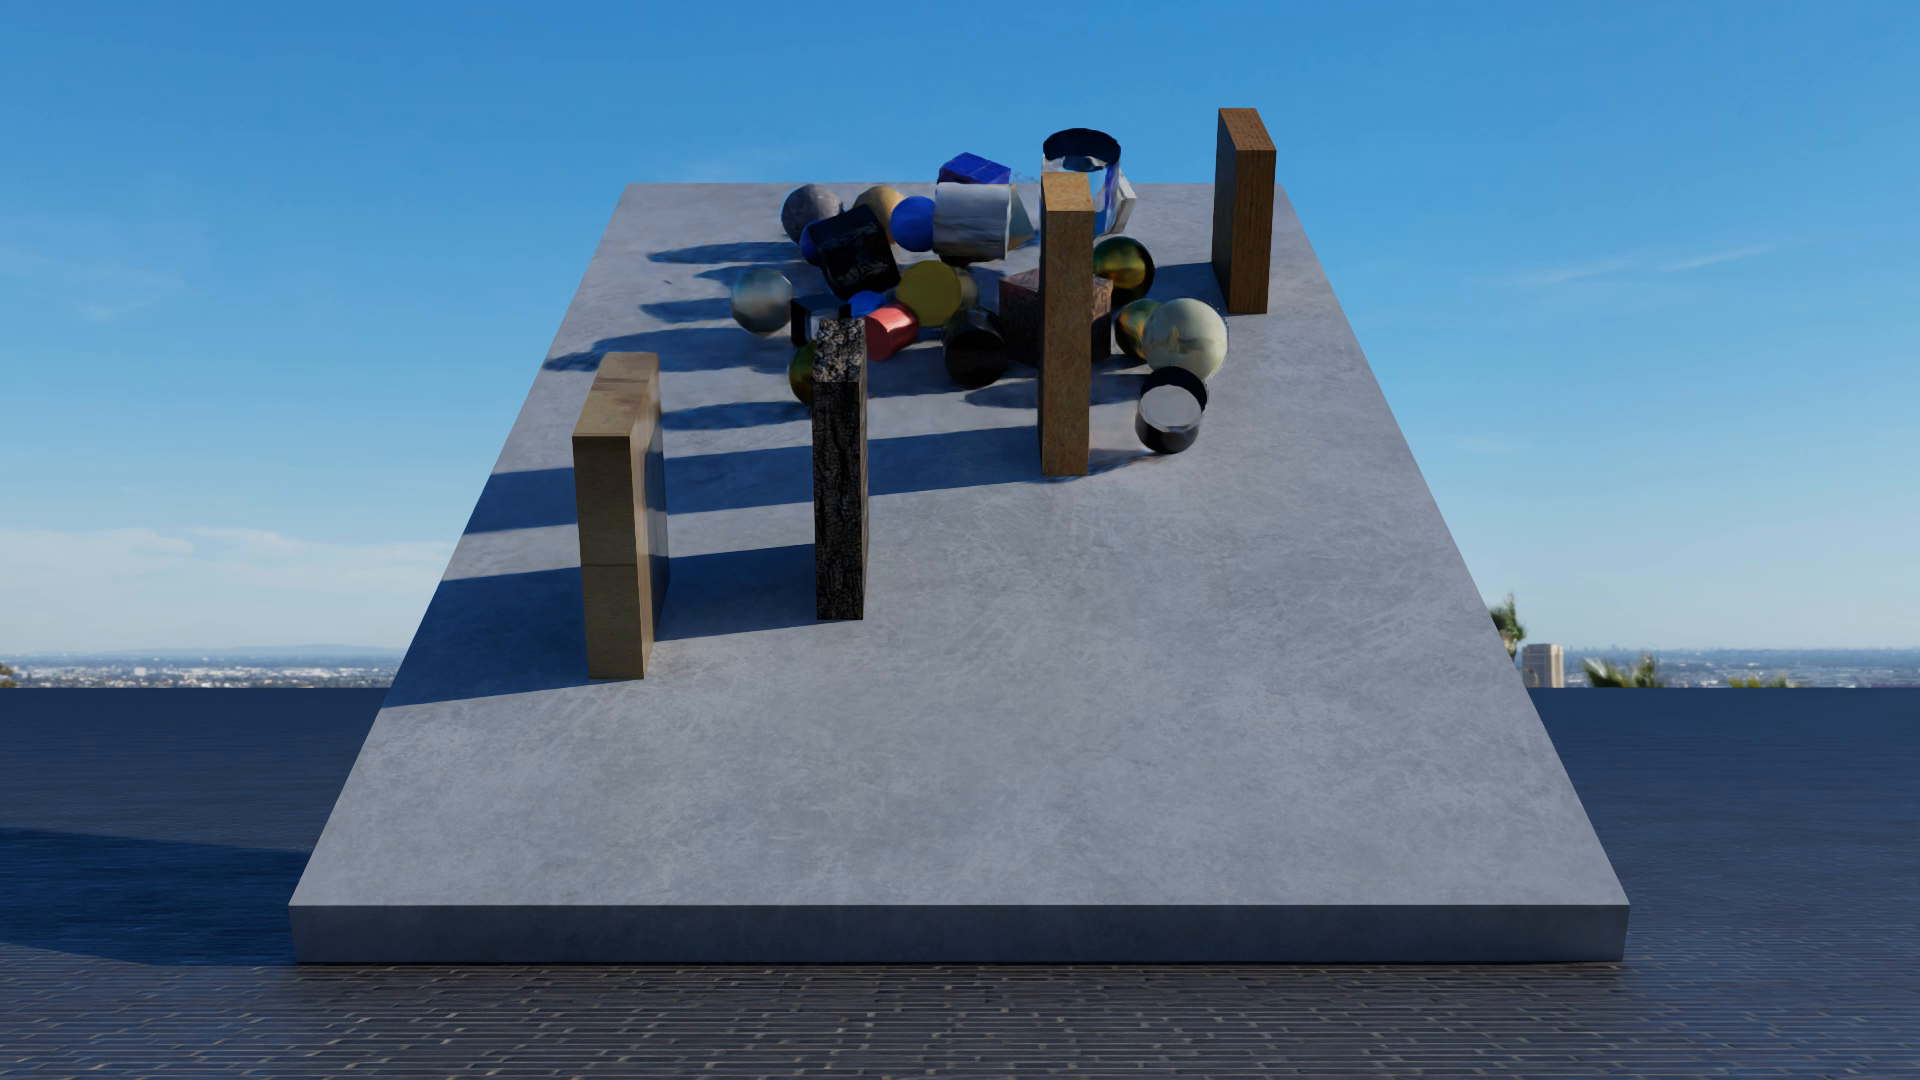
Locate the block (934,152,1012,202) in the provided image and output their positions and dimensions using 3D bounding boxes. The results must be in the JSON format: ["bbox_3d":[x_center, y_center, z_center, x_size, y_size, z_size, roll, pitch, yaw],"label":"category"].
[{"bbox_3d":[0.033,-0.999,6.682,0.151,0.151,0.151,24,35,19],"label":"block"}]

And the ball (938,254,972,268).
[{"bbox_3d":[-0.006,-0.791,6.312,0.111,0.111,0.111,0,-3,0],"label":"ball"}]

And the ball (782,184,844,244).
[{"bbox_3d":[-0.408,-0.899,6.470,0.177,0.177,0.177,0,-3,0],"label":"ball"}]

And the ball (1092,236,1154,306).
[{"bbox_3d":[0.414,-0.695,6.017,0.179,0.179,0.179,0,-3,0],"label":"ball"}]

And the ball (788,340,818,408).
[{"bbox_3d":[-0.310,-0.378,5.325,0.163,0.163,0.163,0,-3,0],"label":"ball"}]

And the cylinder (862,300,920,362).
[{"bbox_3d":[-0.179,-0.509,5.665,0.115,0.115,0.115,-3,22,40],"label":"cylinder"}]

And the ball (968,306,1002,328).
[{"bbox_3d":[0.046,-0.511,5.634,0.111,0.111,0.111,0,-3,0],"label":"ball"}]

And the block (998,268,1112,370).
[{"bbox_3d":[0.230,-0.538,5.648,0.194,0.194,0.194,-20,31,-38],"label":"block"}]

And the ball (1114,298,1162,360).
[{"bbox_3d":[0.448,-0.509,5.637,0.151,0.151,0.151,0,-3,0],"label":"ball"}]

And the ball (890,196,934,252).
[{"bbox_3d":[-0.114,-0.848,6.255,0.151,0.151,0.151,0,-3,0],"label":"ball"}]

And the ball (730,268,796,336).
[{"bbox_3d":[-0.490,-0.594,5.803,0.165,0.165,0.165,0,-3,0],"label":"ball"}]

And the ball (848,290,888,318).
[{"bbox_3d":[-0.229,-0.560,5.783,0.120,0.120,0.120,0,-3,0],"label":"ball"}]

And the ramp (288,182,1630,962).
[{"bbox_3d":[-0.008,-0.228,5.315,2.000,0.100,4.000,0,24,0],"label":"ramp"}]

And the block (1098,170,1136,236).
[{"bbox_3d":[0.389,-0.961,6.586,0.142,0.142,0.142,-12,-31,-23],"label":"block"}]

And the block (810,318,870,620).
[{"bbox_3d":[-0.224,-0.139,4.414,0.086,0.472,0.354,0,24,0],"label":"block"}]

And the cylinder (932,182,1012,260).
[{"bbox_3d":[0.030,-0.784,5.719,0.177,0.177,0.177,5,-3,3],"label":"cylinder"}]

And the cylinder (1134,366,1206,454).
[{"bbox_3d":[0.457,-0.281,5.061,0.143,0.143,0.143,0,-22,-1],"label":"cylinder"}]

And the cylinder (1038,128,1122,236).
[{"bbox_3d":[0.321,-0.959,6.258,0.210,0.210,0.210,0,-47,-2],"label":"cylinder"}]

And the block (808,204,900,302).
[{"bbox_3d":[-0.274,-0.740,6.050,0.168,0.168,0.168,-23,35,-6],"label":"block"}]

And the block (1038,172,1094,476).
[{"bbox_3d":[0.225,-0.467,5.010,0.098,0.585,0.299,0,24,0],"label":"block"}]

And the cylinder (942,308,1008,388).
[{"bbox_3d":[0.033,-0.455,5.517,0.147,0.147,0.147,0,24,-4],"label":"cylinder"}]

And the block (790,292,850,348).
[{"bbox_3d":[-0.343,-0.535,5.740,0.110,0.110,0.110,-14,28,-28],"label":"block"}]

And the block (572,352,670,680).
[{"bbox_3d":[-0.609,-0.050,4.226,0.098,0.463,0.419,0,24,0],"label":"block"}]

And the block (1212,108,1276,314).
[{"bbox_3d":[0.739,-0.868,6.099,0.099,0.428,0.442,0,24,0],"label":"block"}]

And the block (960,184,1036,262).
[{"bbox_3d":[0.074,-0.840,6.170,0.152,0.152,0.152,-28,-9,35],"label":"block"}]

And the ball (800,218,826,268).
[{"bbox_3d":[-0.368,-0.804,6.313,0.133,0.133,0.133,0,-3,0],"label":"ball"}]

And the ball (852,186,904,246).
[{"bbox_3d":[-0.220,-0.901,6.487,0.168,0.168,0.168,0,-3,0],"label":"ball"}]

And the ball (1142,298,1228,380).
[{"bbox_3d":[0.529,-0.468,5.483,0.203,0.203,0.203,0,-3,0],"label":"ball"}]

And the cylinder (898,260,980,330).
[{"bbox_3d":[-0.052,-0.604,5.752,0.163,0.163,0.163,-1,2,15],"label":"cylinder"}]
